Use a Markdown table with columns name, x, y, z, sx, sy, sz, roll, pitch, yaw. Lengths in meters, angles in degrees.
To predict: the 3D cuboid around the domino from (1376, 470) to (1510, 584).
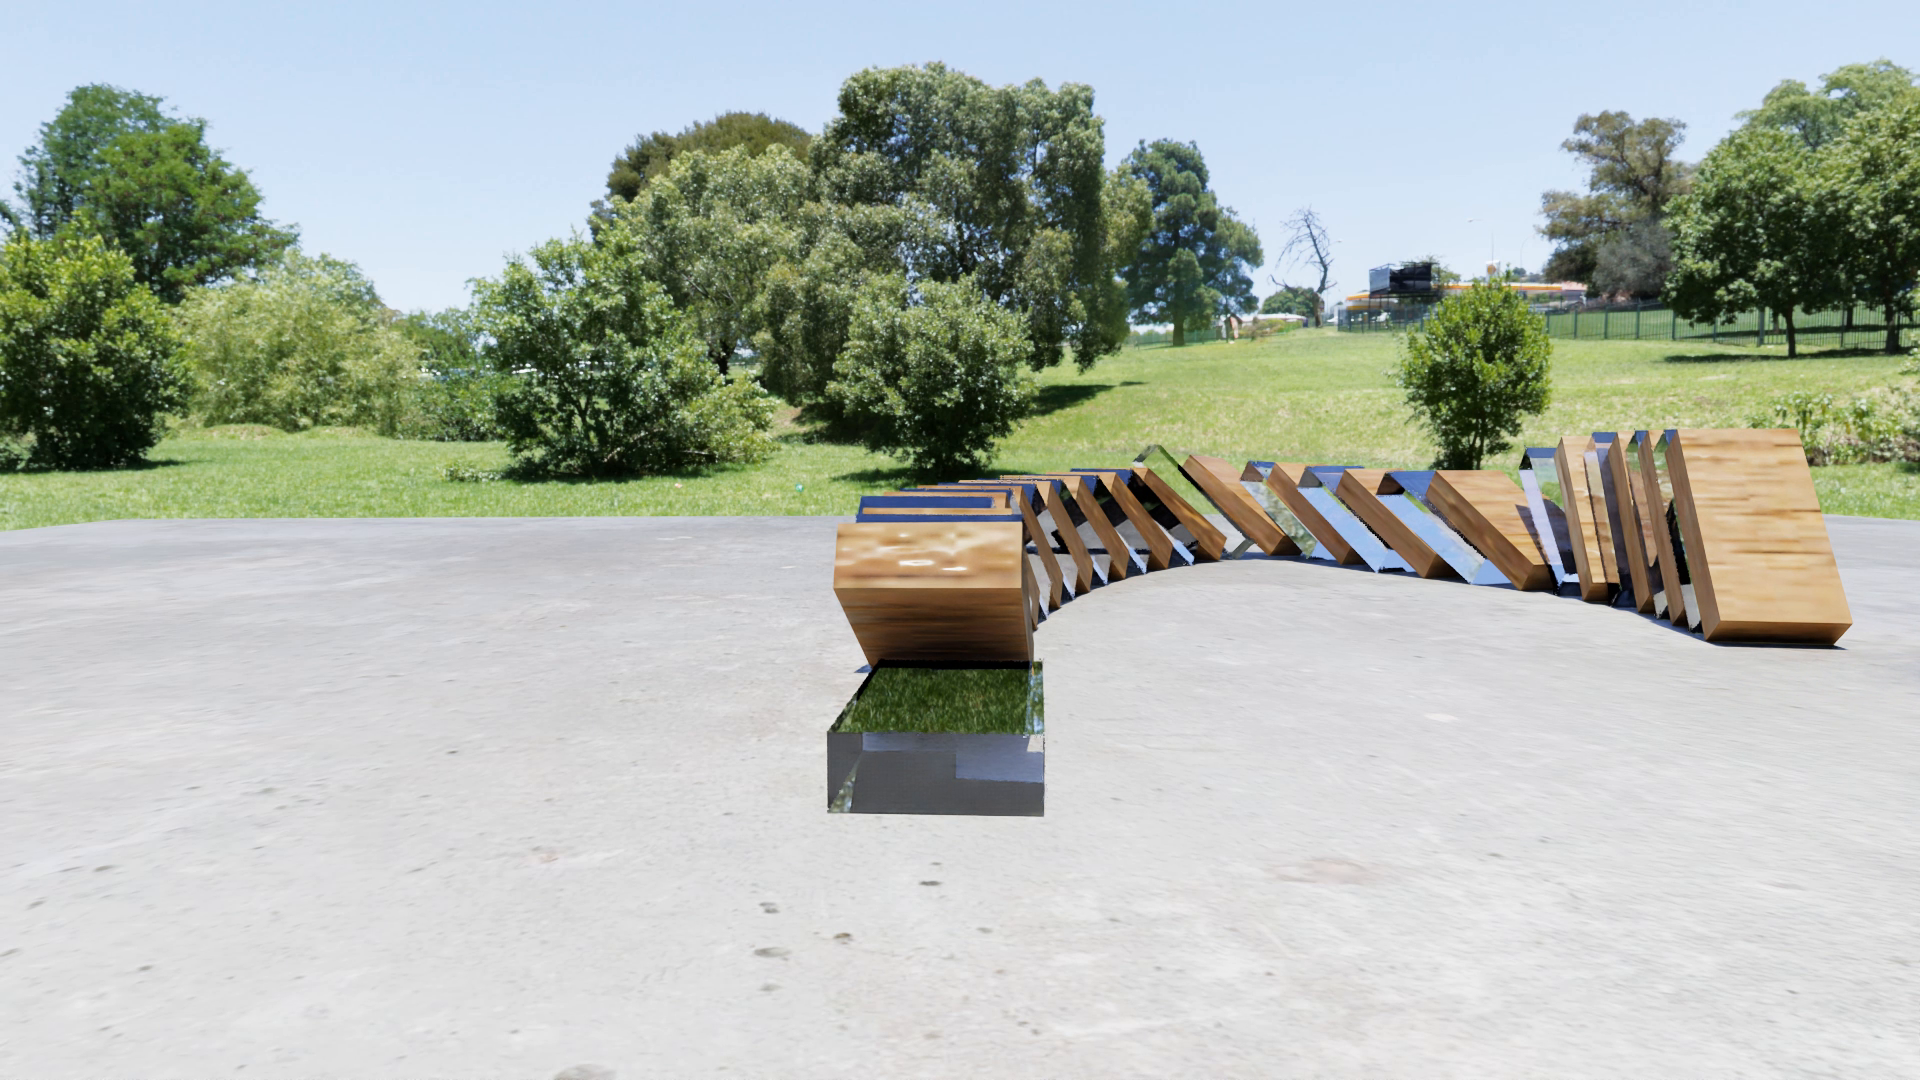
| name | x | y | z | sx | sy | sz | roll | pitch | yaw |
| --- | --- | --- | --- | --- | --- | --- | --- | --- | --- |
| domino | 0.158 | -0.005 | 0.409 | 0.025 | 0.009 | 0.050 | -2 | 35 | -23 |

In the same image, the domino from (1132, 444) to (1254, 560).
| name | x | y | z | sx | sy | sz | roll | pitch | yaw |
| --- | --- | --- | --- | --- | --- | --- | --- | --- | --- |
| domino | 0.087 | -0.015 | 0.480 | 0.009 | 0.050 | 0.025 | -45 | 4 | 2 |

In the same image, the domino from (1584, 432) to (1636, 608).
| name | x | y | z | sx | sy | sz | roll | pitch | yaw |
| --- | --- | --- | --- | --- | --- | --- | --- | --- | --- |
| domino | 0.184 | -0.006 | 0.342 | 0.025 | 0.050 | 0.009 | 1 | -33 | 11 |

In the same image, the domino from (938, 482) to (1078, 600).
| name | x | y | z | sx | sy | sz | roll | pitch | yaw |
| --- | --- | --- | --- | --- | --- | --- | --- | --- | --- |
| domino | 0.013 | 0.001 | 0.333 | 0.025 | 0.009 | 0.050 | 1 | -25 | 19 |

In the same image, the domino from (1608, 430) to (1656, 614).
| name | x | y | z | sx | sy | sz | roll | pitch | yaw |
| --- | --- | --- | --- | --- | --- | --- | --- | --- | --- |
| domino | 0.185 | -0.005 | 0.329 | 0.025 | 0.050 | 0.009 | 1 | -32 | 11 |

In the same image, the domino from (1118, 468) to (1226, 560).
| name | x | y | z | sx | sy | sz | roll | pitch | yaw |
| --- | --- | --- | --- | --- | --- | --- | --- | --- | --- |
| domino | 0.070 | -0.009 | 0.458 | 0.050 | 0.009 | 0.025 | 36 | -20 | -36 |

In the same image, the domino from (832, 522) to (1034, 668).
| name | x | y | z | sx | sy | sz | roll | pitch | yaw |
| --- | --- | --- | --- | --- | --- | --- | --- | --- | --- |
| domino | -0.002 | 0.012 | 0.194 | 0.025 | 0.009 | 0.050 | 0 | -24 | 5 |

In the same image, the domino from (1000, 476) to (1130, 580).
| name | x | y | z | sx | sy | sz | roll | pitch | yaw |
| --- | --- | --- | --- | --- | --- | --- | --- | --- | --- |
| domino | 0.032 | -0.003 | 0.389 | 0.025 | 0.009 | 0.050 | 2 | -25 | 27 |

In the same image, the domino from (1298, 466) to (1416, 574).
| name | x | y | z | sx | sy | sz | roll | pitch | yaw |
| --- | --- | --- | --- | --- | --- | --- | --- | --- | --- |
| domino | 0.141 | -0.008 | 0.443 | 0.025 | 0.010 | 0.050 | -2 | 37 | -23 |

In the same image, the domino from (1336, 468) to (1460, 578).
| name | x | y | z | sx | sy | sz | roll | pitch | yaw |
| --- | --- | --- | --- | --- | --- | --- | --- | --- | --- |
| domino | 0.150 | -0.006 | 0.426 | 0.025 | 0.009 | 0.050 | -2 | 36 | -23 |

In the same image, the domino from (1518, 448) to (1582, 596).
| name | x | y | z | sx | sy | sz | roll | pitch | yaw |
| --- | --- | --- | --- | --- | --- | --- | --- | --- | --- |
| domino | 0.181 | -0.006 | 0.371 | 0.025 | 0.010 | 0.050 | 0 | 48 | 6 |

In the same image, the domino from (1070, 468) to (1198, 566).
| name | x | y | z | sx | sy | sz | roll | pitch | yaw |
| --- | --- | --- | --- | --- | --- | --- | --- | --- | --- |
| domino | 0.059 | -0.008 | 0.442 | 0.025 | 0.010 | 0.050 | 4 | -26 | 41 |

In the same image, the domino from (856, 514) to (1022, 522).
| name | x | y | z | sx | sy | sz | roll | pitch | yaw |
| --- | --- | --- | --- | --- | --- | --- | --- | --- | --- |
| domino | -0.002 | 0.011 | 0.214 | 0.025 | 0.009 | 0.050 | 0 | -24 | 4 |

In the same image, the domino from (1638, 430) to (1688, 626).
| name | x | y | z | sx | sy | sz | roll | pitch | yaw |
| --- | --- | --- | --- | --- | --- | --- | --- | --- | --- |
| domino | 0.181 | -0.003 | 0.306 | 0.025 | 0.050 | 0.009 | 1 | -32 | 11 |

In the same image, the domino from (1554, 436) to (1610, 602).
| name | x | y | z | sx | sy | sz | roll | pitch | yaw |
| --- | --- | --- | --- | --- | --- | --- | --- | --- | --- |
| domino | 0.183 | -0.006 | 0.355 | 0.025 | 0.050 | 0.010 | 1 | -35 | 9 |

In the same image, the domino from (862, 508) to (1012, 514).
| name | x | y | z | sx | sy | sz | roll | pitch | yaw |
| --- | --- | --- | --- | --- | --- | --- | --- | --- | --- |
| domino | -0.002 | 0.009 | 0.235 | 0.025 | 0.010 | 0.050 | 0 | -24 | 6 |

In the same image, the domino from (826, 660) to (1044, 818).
| name | x | y | z | sx | sy | sz | roll | pitch | yaw |
| --- | --- | --- | --- | --- | --- | --- | --- | --- | --- |
| domino | -0.001 | 0.025 | 0.172 | 0.025 | 0.010 | 0.050 | 0 | 4 | 3 |

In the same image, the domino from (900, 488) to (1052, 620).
| name | x | y | z | sx | sy | sz | roll | pitch | yaw |
| --- | --- | --- | --- | --- | --- | --- | --- | --- | --- |
| domino | 0.004 | 0.004 | 0.295 | 0.025 | 0.009 | 0.050 | 1 | -25 | 15 |

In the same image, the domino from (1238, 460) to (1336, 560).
| name | x | y | z | sx | sy | sz | roll | pitch | yaw |
| --- | --- | --- | --- | --- | --- | --- | --- | --- | --- |
| domino | 0.129 | -0.012 | 0.480 | 0.025 | 0.010 | 0.050 | 2 | 35 | -26 |

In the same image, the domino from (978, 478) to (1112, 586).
| name | x | y | z | sx | sy | sz | roll | pitch | yaw |
| --- | --- | --- | --- | --- | --- | --- | --- | --- | --- |
| domino | 0.024 | -0.002 | 0.371 | 0.025 | 0.010 | 0.050 | 2 | -25 | 25 |

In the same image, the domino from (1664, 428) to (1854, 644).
| name | x | y | z | sx | sy | sz | roll | pitch | yaw |
| --- | --- | --- | --- | --- | --- | --- | --- | --- | --- |
| domino | 0.175 | -0.002 | 0.283 | 0.025 | 0.050 | 0.010 | 1 | -32 | 11 |

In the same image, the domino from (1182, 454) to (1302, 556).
| name | x | y | z | sx | sy | sz | roll | pitch | yaw |
| --- | --- | --- | --- | --- | --- | --- | --- | --- | --- |
| domino | 0.109 | -0.013 | 0.490 | 0.025 | 0.010 | 0.050 | 0 | 38 | -49 |

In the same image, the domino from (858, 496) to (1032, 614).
| name | x | y | z | sx | sy | sz | roll | pitch | yaw |
| --- | --- | --- | --- | --- | --- | --- | --- | --- | --- |
| domino | -0.002 | 0.007 | 0.256 | 0.025 | 0.009 | 0.050 | 1 | -25 | 13 |

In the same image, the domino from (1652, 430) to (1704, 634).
| name | x | y | z | sx | sy | sz | roll | pitch | yaw |
| --- | --- | --- | --- | --- | --- | --- | --- | --- | --- |
| domino | 0.178 | -0.003 | 0.295 | 0.025 | 0.050 | 0.009 | 1 | -32 | 11 |

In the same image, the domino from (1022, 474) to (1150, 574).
| name | x | y | z | sx | sy | sz | roll | pitch | yaw |
| --- | --- | --- | --- | --- | --- | --- | --- | --- | --- |
| domino | 0.040 | -0.005 | 0.407 | 0.025 | 0.009 | 0.050 | 2 | -25 | 30 |

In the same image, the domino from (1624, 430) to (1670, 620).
| name | x | y | z | sx | sy | sz | roll | pitch | yaw |
| --- | --- | --- | --- | --- | --- | --- | --- | --- | --- |
| domino | 0.183 | -0.004 | 0.318 | 0.025 | 0.050 | 0.009 | 1 | -32 | 11 |

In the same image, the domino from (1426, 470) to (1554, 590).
| name | x | y | z | sx | sy | sz | roll | pitch | yaw |
| --- | --- | --- | --- | --- | --- | --- | --- | --- | --- |
| domino | 0.168 | -0.004 | 0.392 | 0.025 | 0.010 | 0.050 | -1 | 36 | -19 |

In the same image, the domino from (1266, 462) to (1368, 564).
| name | x | y | z | sx | sy | sz | roll | pitch | yaw |
| --- | --- | --- | --- | --- | --- | --- | --- | --- | --- |
| domino | 0.135 | -0.010 | 0.462 | 0.025 | 0.009 | 0.050 | 1 | 36 | -26 |

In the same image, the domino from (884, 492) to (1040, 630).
| name | x | y | z | sx | sy | sz | roll | pitch | yaw |
| --- | --- | --- | --- | --- | --- | --- | --- | --- | --- |
| domino | 0.001 | 0.005 | 0.275 | 0.025 | 0.009 | 0.050 | 1 | -25 | 13 |

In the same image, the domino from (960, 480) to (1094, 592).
| name | x | y | z | sx | sy | sz | roll | pitch | yaw |
| --- | --- | --- | --- | --- | --- | --- | --- | --- | --- |
| domino | 0.018 | 0.000 | 0.352 | 0.025 | 0.010 | 0.050 | 2 | -25 | 21 |

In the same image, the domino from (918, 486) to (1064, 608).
| name | x | y | z | sx | sy | sz | roll | pitch | yaw |
| --- | --- | --- | --- | --- | --- | --- | --- | --- | --- |
| domino | 0.008 | 0.003 | 0.314 | 0.025 | 0.009 | 0.050 | 1 | -25 | 17 |

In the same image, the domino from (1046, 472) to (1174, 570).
| name | x | y | z | sx | sy | sz | roll | pitch | yaw |
| --- | --- | --- | --- | --- | --- | --- | --- | --- | --- |
| domino | 0.049 | -0.006 | 0.425 | 0.025 | 0.009 | 0.050 | 3 | -25 | 34 |
